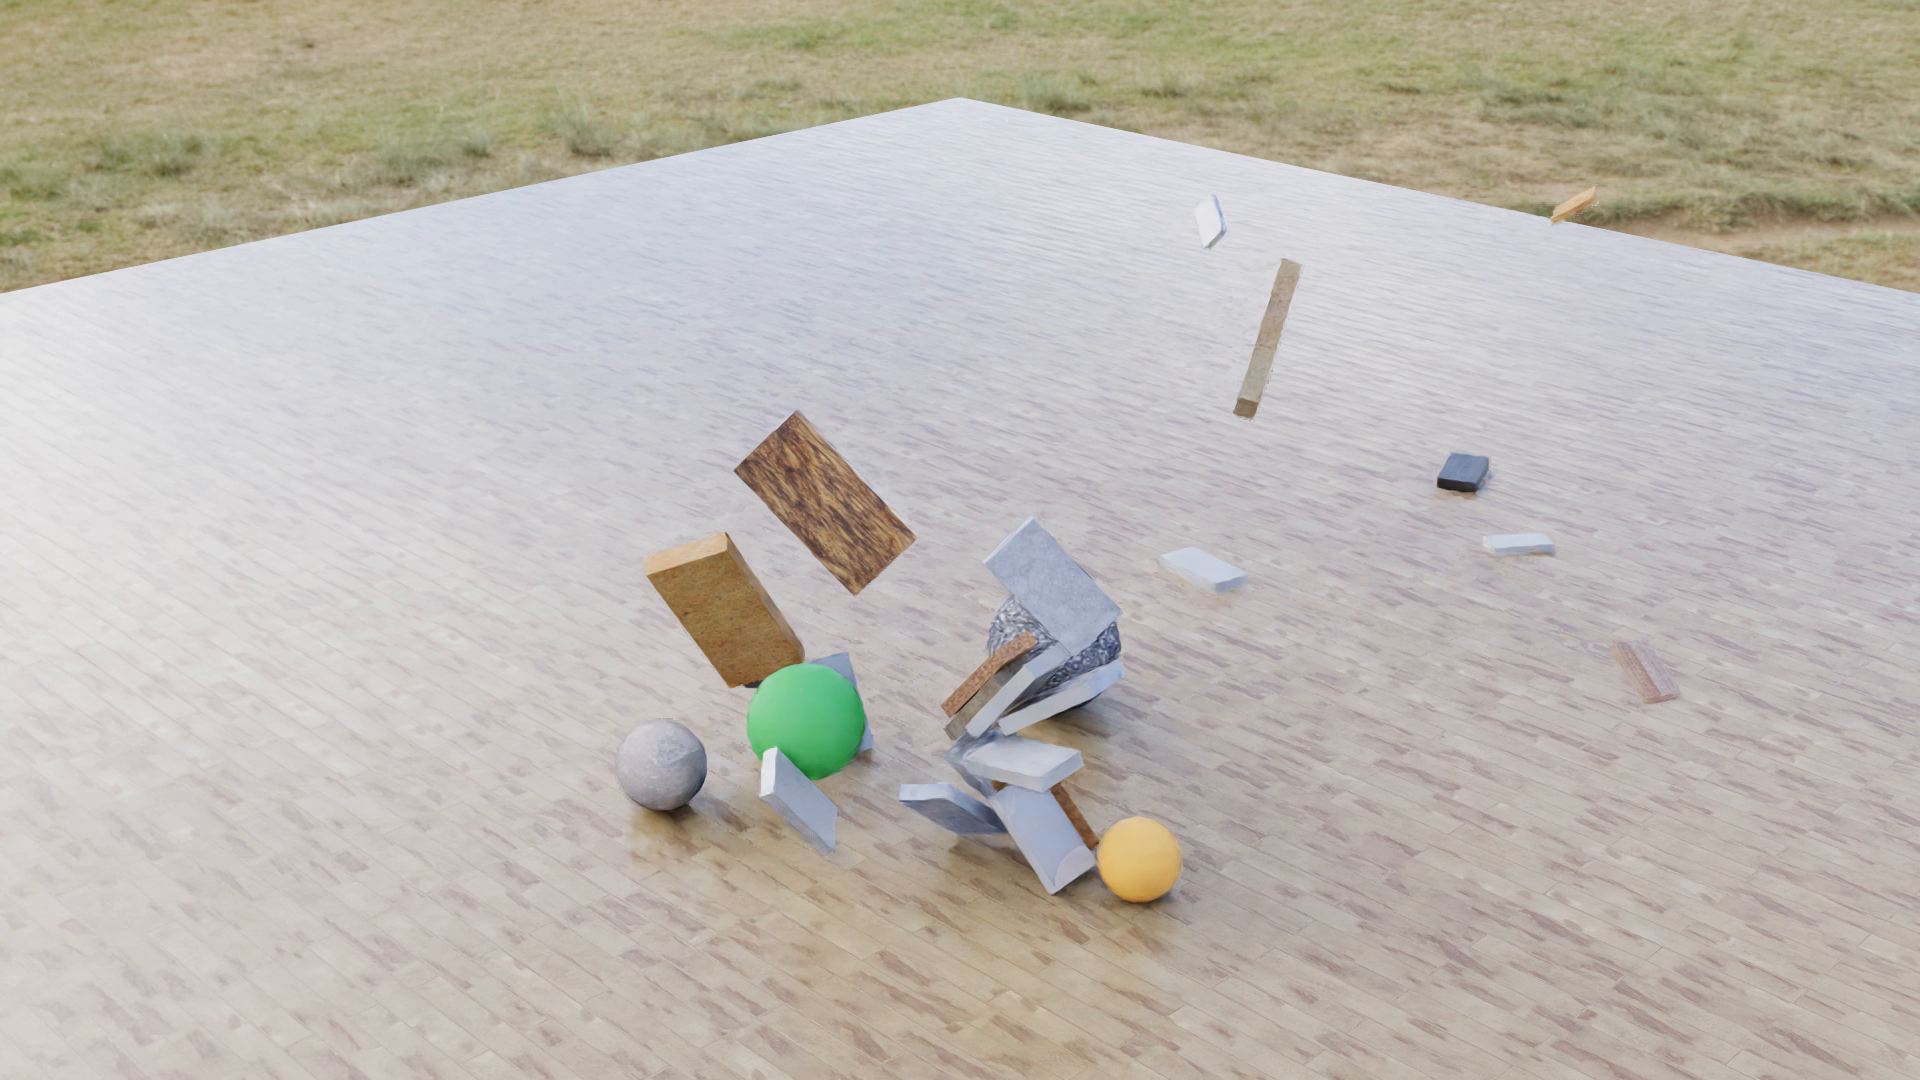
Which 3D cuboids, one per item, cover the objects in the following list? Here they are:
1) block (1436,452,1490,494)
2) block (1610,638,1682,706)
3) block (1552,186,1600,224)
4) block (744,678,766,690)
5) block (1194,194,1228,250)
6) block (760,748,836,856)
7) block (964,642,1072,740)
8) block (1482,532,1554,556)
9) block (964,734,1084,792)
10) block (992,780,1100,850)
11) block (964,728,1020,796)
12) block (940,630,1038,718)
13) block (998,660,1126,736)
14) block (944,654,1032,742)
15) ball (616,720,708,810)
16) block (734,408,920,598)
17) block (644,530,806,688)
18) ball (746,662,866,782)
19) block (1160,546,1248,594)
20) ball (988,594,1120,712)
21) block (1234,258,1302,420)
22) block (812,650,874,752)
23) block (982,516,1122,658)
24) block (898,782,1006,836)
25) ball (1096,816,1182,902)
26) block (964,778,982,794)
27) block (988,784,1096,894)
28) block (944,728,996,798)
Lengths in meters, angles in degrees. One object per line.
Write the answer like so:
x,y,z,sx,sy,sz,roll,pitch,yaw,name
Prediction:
1.411,-0.189,6.168,0.107,0.030,0.213,9,25,20,block
1.482,0.284,4.752,0.080,0.023,0.160,-8,46,-13,block
1.316,-0.716,4.703,0.104,0.015,0.052,-28,22,40,block
-0.401,0.305,4.754,0.124,0.018,0.062,-5,6,36,block
0.482,-0.612,4.224,0.015,0.052,0.104,21,41,-31,block
-0.308,0.500,4.204,0.030,0.215,0.108,-22,42,21,block
0.111,0.289,4.213,0.033,0.236,0.118,51,45,10,block
1.448,0.010,5.708,0.160,0.023,0.080,-4,23,-9,block
0.119,0.418,4.142,0.108,0.031,0.217,-29,22,-34,block
0.166,0.528,4.261,0.108,0.031,0.217,-30,80,-29,block
0.118,0.477,4.305,0.110,0.031,0.220,-33,80,-29,block
0.055,0.259,4.248,0.108,0.215,0.030,-30,77,-44,block
0.192,0.298,4.155,0.240,0.033,0.118,-28,1,42,block
0.058,0.307,4.279,0.108,0.215,0.030,-30,76,-41,block
-0.603,0.457,4.452,0.182,0.182,0.182,0,23,0,ball
-0.264,-0.074,4.360,0.174,0.347,0.049,-43,5,7,block
-0.478,0.150,4.533,0.174,0.449,0.049,-17,52,9,block
-0.301,0.356,4.299,0.232,0.232,0.232,0,23,0,ball
0.613,0.076,5.543,0.107,0.030,0.213,-16,28,-32,block
0.207,0.233,4.838,0.293,0.293,0.293,0,23,0,ball
0.723,-0.471,5.171,0.049,0.347,0.174,17,-8,5,block
-0.262,0.353,4.674,0.107,0.213,0.030,-15,-3,-31,block
0.164,0.083,3.890,0.118,0.236,0.033,-43,11,3,block
-0.012,0.524,4.270,0.110,0.031,0.221,-7,-28,32,block
0.337,0.601,4.139,0.159,0.159,0.159,0,23,0,ball
0.095,0.491,4.371,0.160,0.023,0.080,35,56,4,block
0.158,0.556,4.202,0.108,0.217,0.031,-29,-8,-33,block
0.085,0.464,4.351,0.221,0.031,0.110,41,57,9,block
